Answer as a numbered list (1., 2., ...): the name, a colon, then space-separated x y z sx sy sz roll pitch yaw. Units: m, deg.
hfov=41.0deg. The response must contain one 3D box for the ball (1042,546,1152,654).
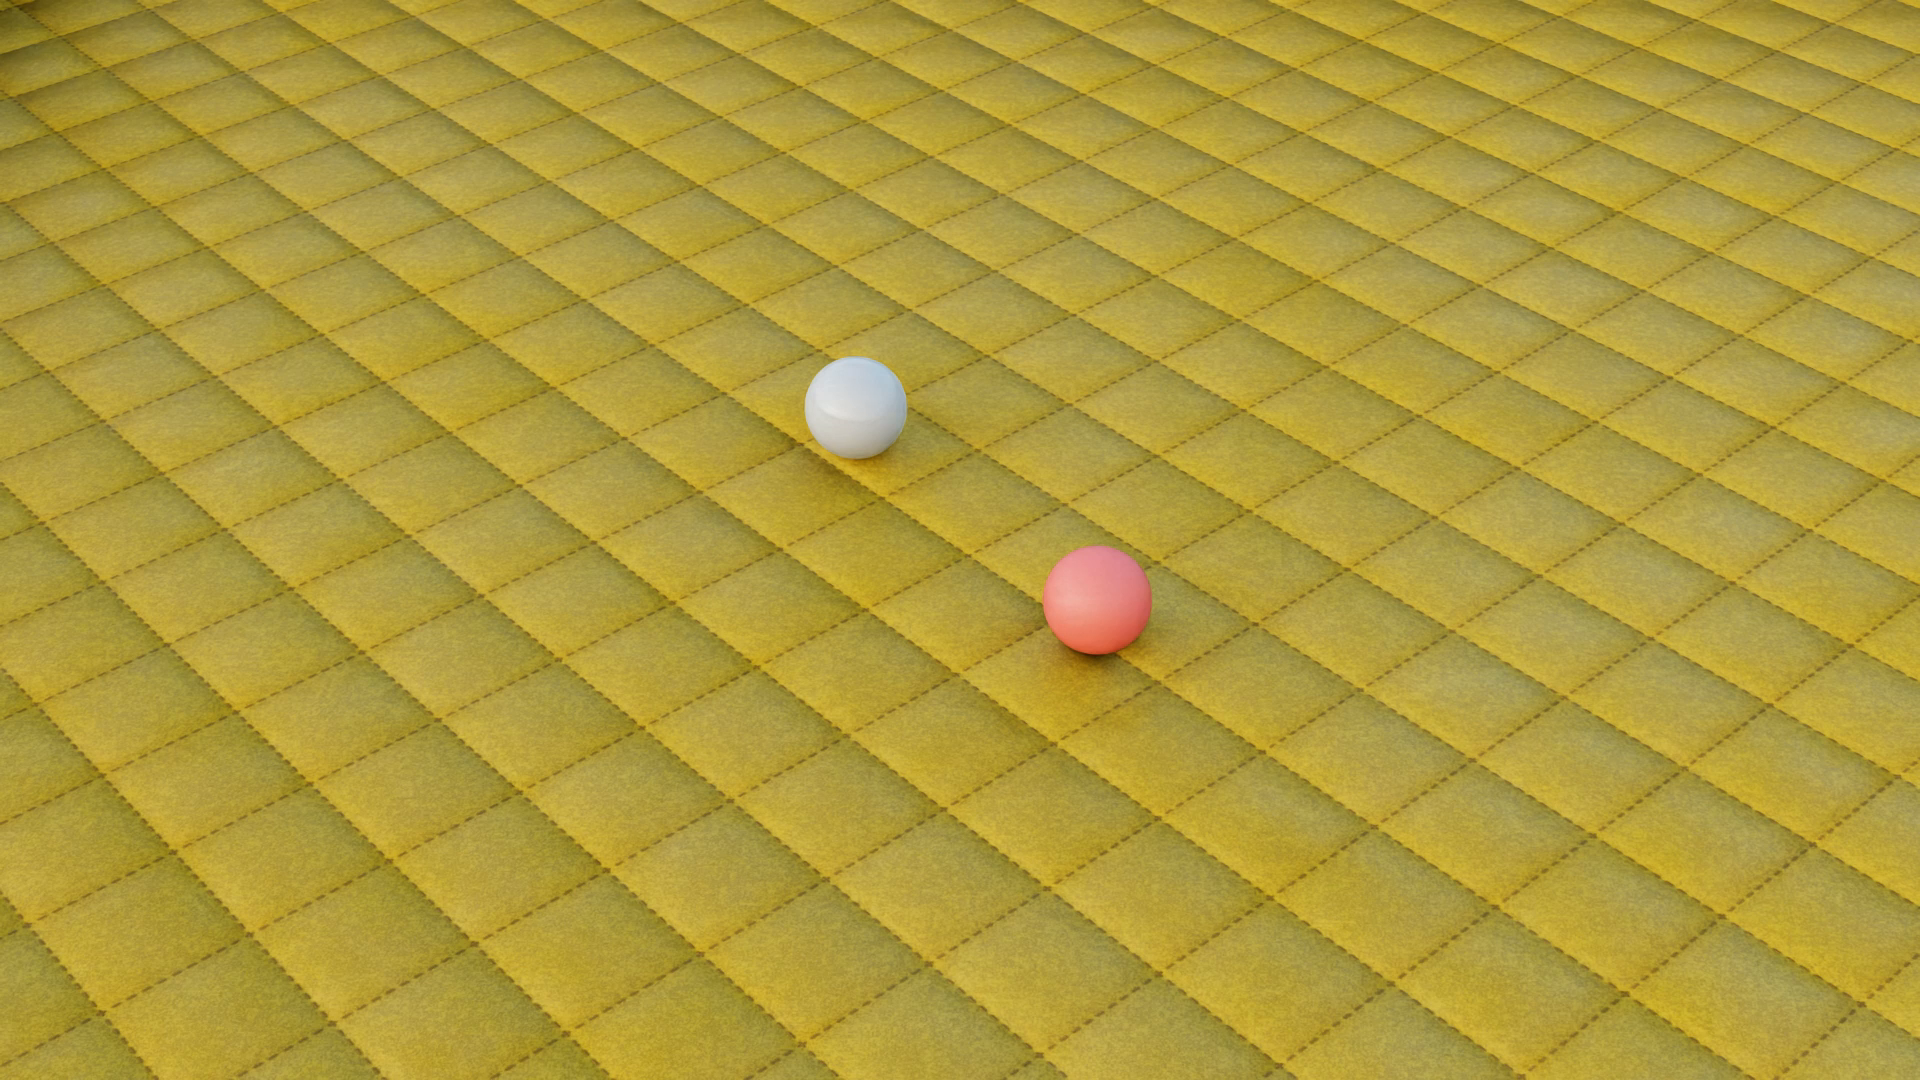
1. ball: 0.086 0.038 1.603 0.069 0.069 0.069 0 36 0

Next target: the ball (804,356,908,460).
1. ball: -0.072 -0.092 1.778 0.072 0.072 0.072 0 36 0
